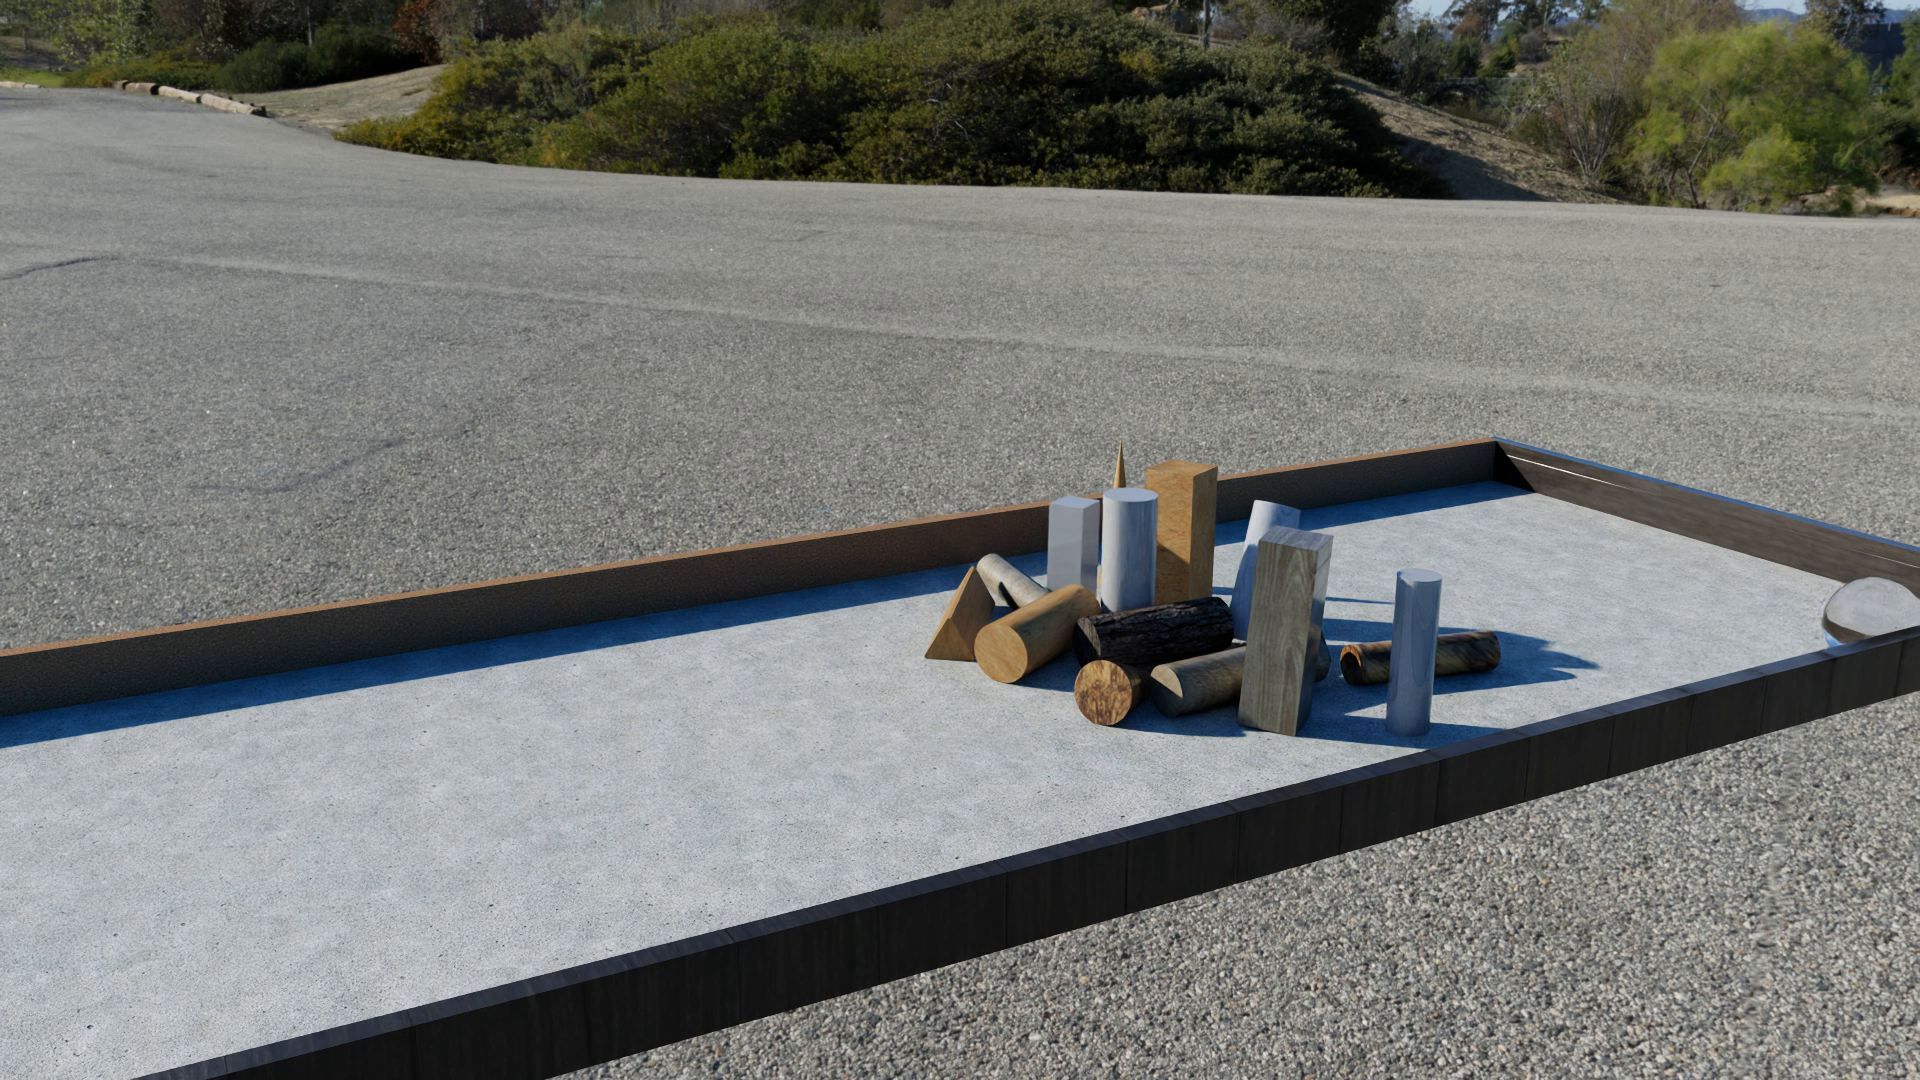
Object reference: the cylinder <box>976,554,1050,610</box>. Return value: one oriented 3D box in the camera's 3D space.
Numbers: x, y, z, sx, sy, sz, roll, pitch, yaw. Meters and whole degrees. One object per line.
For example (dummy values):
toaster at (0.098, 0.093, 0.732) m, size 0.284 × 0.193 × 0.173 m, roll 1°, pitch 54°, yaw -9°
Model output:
cylinder at (0.169, 0.146, 4.681) m, size 0.100 × 0.100 × 0.434 m, roll -6°, pitch 17°, yaw -19°

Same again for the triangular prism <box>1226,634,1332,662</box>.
triangular prism at (0.803, 0.288, 4.222) m, size 0.316 × 0.083 × 0.095 m, roll -10°, pitch 19°, yaw -31°

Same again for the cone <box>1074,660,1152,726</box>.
cone at (0.442, 0.351, 4.028) m, size 0.154 × 0.154 × 0.385 m, roll 11°, pitch 8°, yaw 33°

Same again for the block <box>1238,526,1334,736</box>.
block at (0.754, 0.210, 3.825) m, size 0.138 × 0.452 × 0.138 m, roll 11°, pitch 20°, yaw 24°

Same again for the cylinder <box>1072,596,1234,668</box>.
cylinder at (0.502, 0.244, 4.269) m, size 0.397 × 0.144 × 0.144 m, roll -7°, pitch 18°, yaw -24°

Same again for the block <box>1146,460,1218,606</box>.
block at (0.607, 0.009, 4.558) m, size 0.142 × 0.431 × 0.142 m, roll 11°, pitch 20°, yaw 34°

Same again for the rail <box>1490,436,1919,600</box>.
rail at (2.466, -0.048, 5.253) m, size 0.050 × 0.150 × 2.100 m, roll -9°, pitch 18°, yaw -27°

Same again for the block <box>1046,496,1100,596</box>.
block at (0.316, 0.049, 4.612) m, size 0.104 × 0.323 × 0.104 m, roll 11°, pitch 19°, yaw 29°

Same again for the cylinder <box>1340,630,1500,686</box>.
cylinder at (1.164, 0.296, 4.167) m, size 0.396 × 0.102 × 0.102 m, roll -5°, pitch 17°, yaw -16°

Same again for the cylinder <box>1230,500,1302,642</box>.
cylinder at (0.799, 0.089, 4.362) m, size 0.125 × 0.369 × 0.125 m, roll 13°, pitch -1°, yaw 0°

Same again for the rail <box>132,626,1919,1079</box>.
rail at (-2.336, 1.006, 1.665) m, size 12.000 × 0.150 × 0.050 m, roll -9°, pitch 18°, yaw -27°

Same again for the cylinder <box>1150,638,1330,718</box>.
cylinder at (0.685, 0.326, 4.020) m, size 0.459 × 0.128 × 0.128 m, roll -9°, pitch 19°, yaw -29°

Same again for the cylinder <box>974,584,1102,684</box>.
cylinder at (0.206, 0.238, 4.266) m, size 0.157 × 0.157 × 0.378 m, roll 11°, pitch 19°, yaw 32°

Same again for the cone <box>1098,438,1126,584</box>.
cone at (0.468, -0.085, 4.852) m, size 0.113 × 0.447 × 0.113 m, roll 0°, pitch 16°, yaw 0°

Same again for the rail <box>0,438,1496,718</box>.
rail at (-3.305, 0.497, 3.399) m, size 12.000 × 0.150 × 0.050 m, roll -9°, pitch 18°, yaw -27°

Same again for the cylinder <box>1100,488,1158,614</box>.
cylinder at (0.445, 0.079, 4.359) m, size 0.144 × 0.411 × 0.144 m, roll 0°, pitch 16°, yaw 0°

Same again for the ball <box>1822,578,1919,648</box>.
ball at (2.334, 0.213, 4.213) m, size 0.235 × 0.235 × 0.235 m, roll 0°, pitch 16°, yaw 0°

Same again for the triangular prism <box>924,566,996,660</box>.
triangular prism at (0.004, 0.191, 4.494) m, size 0.129 × 0.112 × 0.458 m, roll 2°, pitch 17°, yaw 8°

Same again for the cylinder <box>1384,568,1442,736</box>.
cylinder at (1.046, 0.260, 3.805) m, size 0.101 × 0.376 × 0.101 m, roll 0°, pitch 16°, yaw 0°
